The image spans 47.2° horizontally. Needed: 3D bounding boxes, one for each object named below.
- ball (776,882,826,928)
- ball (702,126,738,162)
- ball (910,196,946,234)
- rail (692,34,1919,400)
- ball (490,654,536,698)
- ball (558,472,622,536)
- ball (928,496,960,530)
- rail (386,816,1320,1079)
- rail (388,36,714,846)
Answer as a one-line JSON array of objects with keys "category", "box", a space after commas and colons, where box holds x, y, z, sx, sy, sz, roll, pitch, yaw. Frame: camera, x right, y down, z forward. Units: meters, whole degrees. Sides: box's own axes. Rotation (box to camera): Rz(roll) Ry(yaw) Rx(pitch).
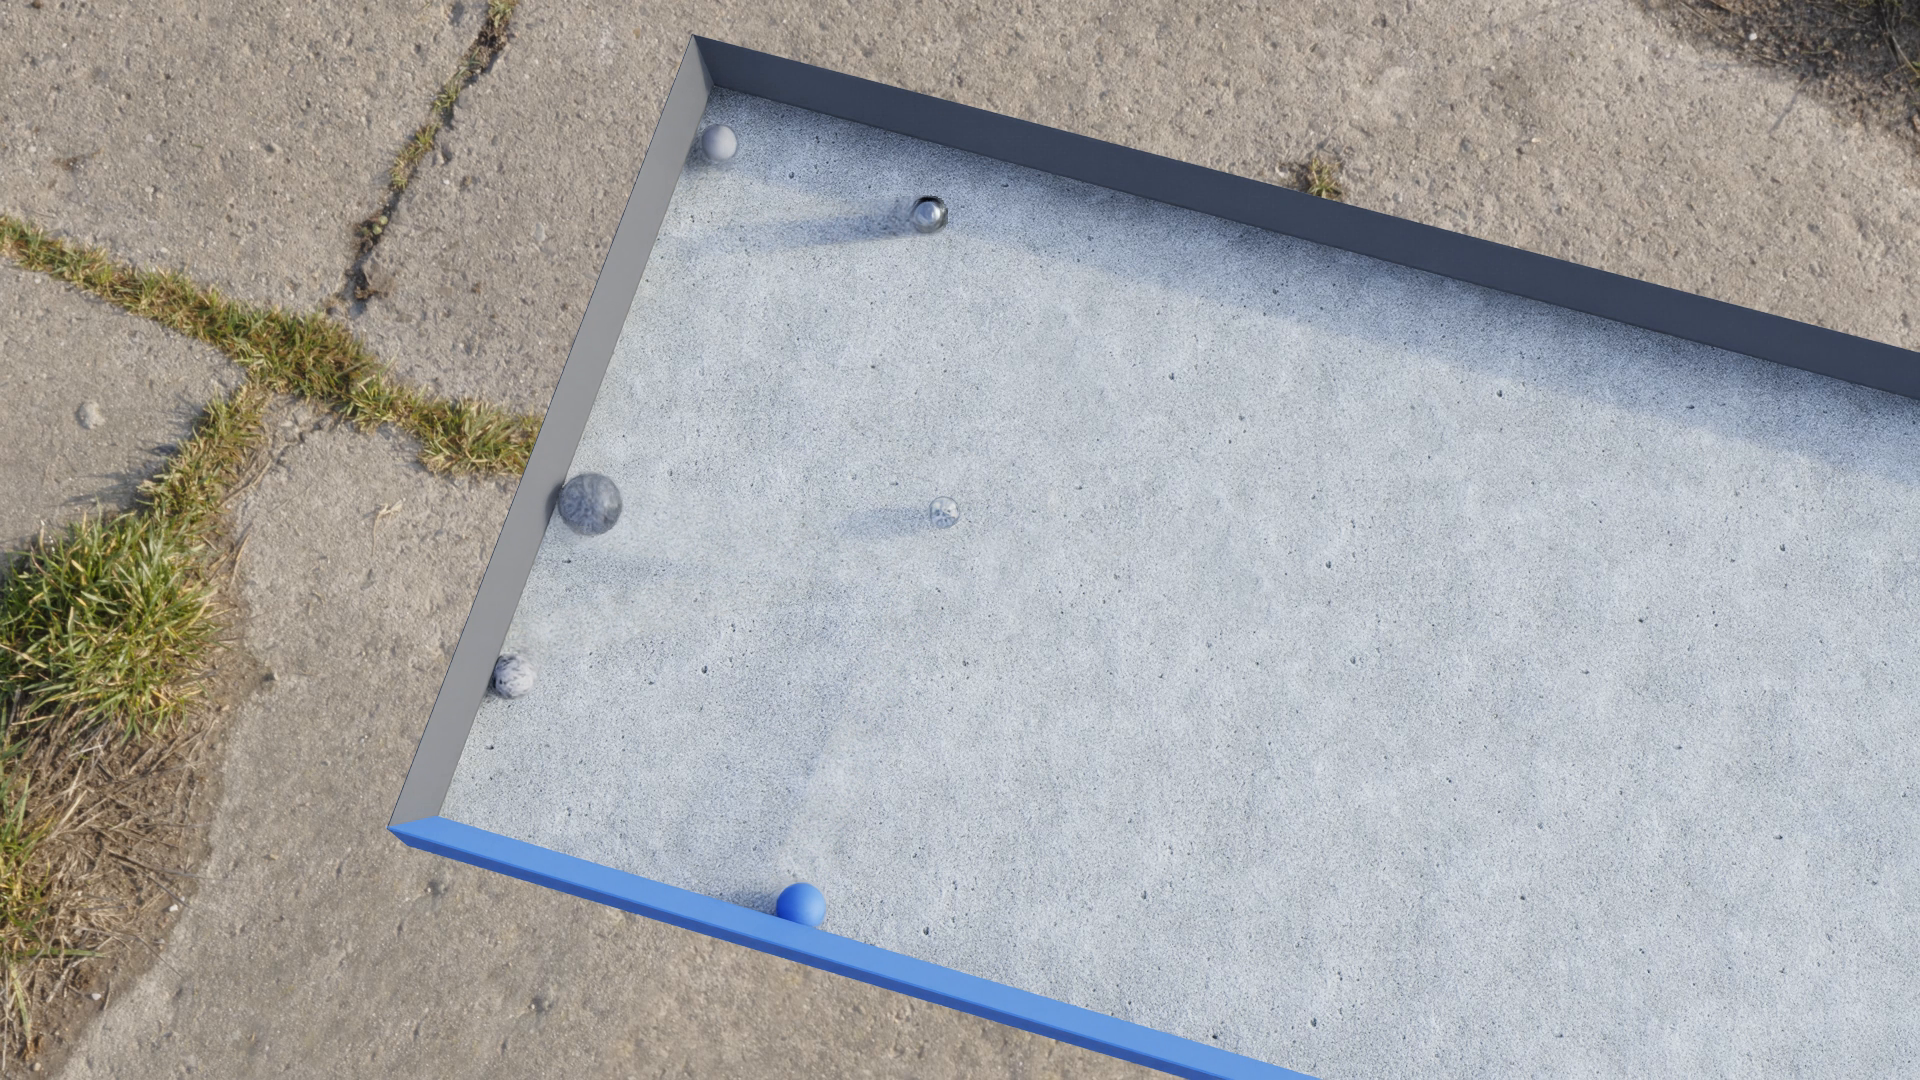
[{"category": "ball", "box": [-0.234, 0.540, 3.233, 0.073, 0.073, 0.073, 0, 71, 0]}, {"category": "ball", "box": [-0.400, -0.659, 3.655, 0.059, 0.059, 0.059, 0, 71, 0]}, {"category": "ball", "box": [-0.053, -0.533, 3.611, 0.060, 0.060, 0.060, 0, 71, 0]}, {"category": "rail", "box": [0.822, -0.436, 3.540, 2.646, 0.129, 0.045, 16, 72, 5]}, {"category": "ball", "box": [-0.682, 0.207, 3.351, 0.069, 0.069, 0.069, 0, 71, 0]}, {"category": "ball", "box": [-0.576, -0.055, 3.425, 0.099, 0.099, 0.099, 0, 71, 0]}, {"category": "ball", "box": [-0.025, -0.043, 3.446, 0.052, 0.052, 0.052, 0, 71, 0]}, {"category": "rail", "box": [0.446, 0.770, 3.123, 2.646, 0.129, 0.045, 16, 72, 5]}, {"category": "rail", "box": [-0.612, -0.180, 3.451, 0.045, 0.129, 1.377, 16, 72, 5]}]
